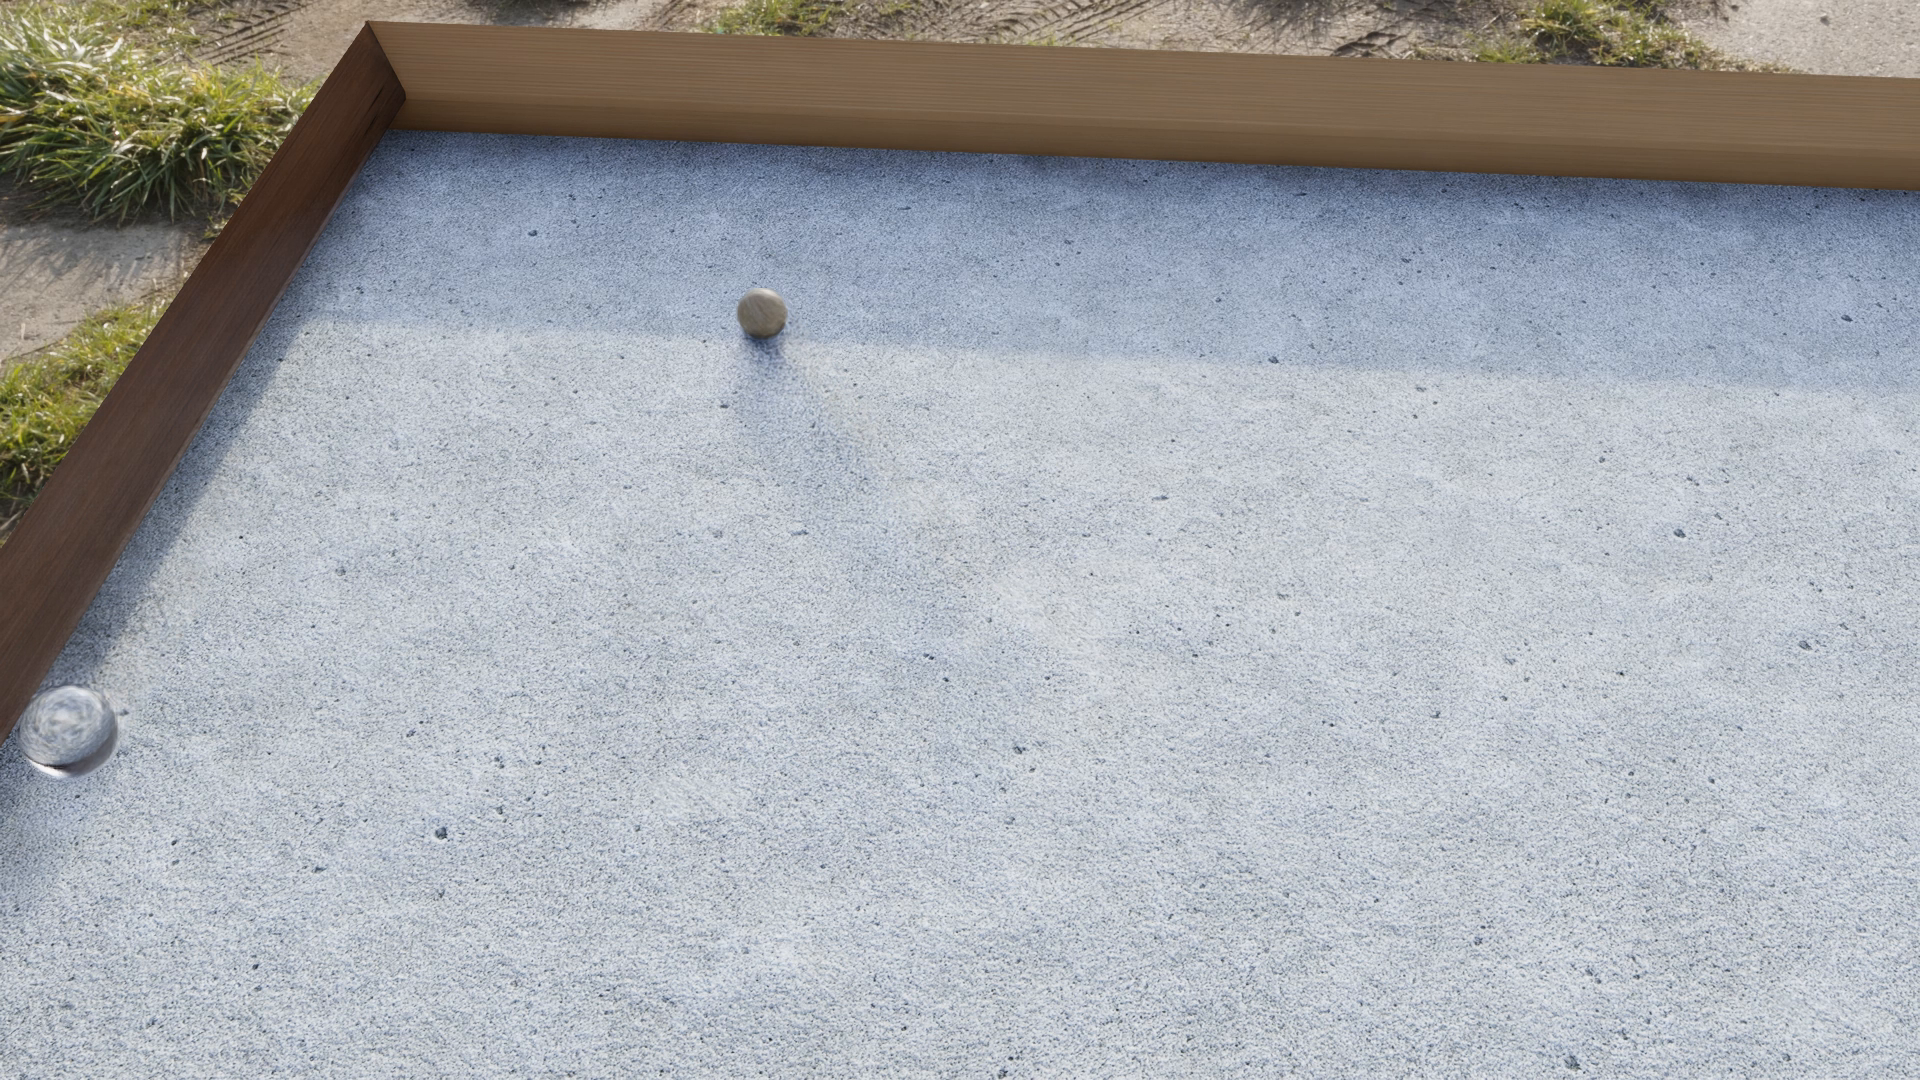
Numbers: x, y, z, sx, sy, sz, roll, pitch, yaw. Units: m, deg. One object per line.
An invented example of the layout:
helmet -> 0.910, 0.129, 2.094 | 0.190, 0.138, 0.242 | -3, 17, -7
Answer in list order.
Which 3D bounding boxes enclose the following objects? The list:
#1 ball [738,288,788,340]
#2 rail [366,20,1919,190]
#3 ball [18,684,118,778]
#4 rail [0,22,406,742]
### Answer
ball -> -0.175, -0.200, 2.270 | 0.044, 0.044, 0.044 | 0, 35, 0
rail -> 0.722, -0.390, 2.479 | 2.647, 0.117, 0.045 | 3, 35, 4
ball -> -0.616, 0.132, 1.772 | 0.066, 0.066, 0.066 | 0, 35, 0
rail -> -0.635, -0.059, 2.001 | 0.045, 0.117, 1.450 | 3, 35, 4
